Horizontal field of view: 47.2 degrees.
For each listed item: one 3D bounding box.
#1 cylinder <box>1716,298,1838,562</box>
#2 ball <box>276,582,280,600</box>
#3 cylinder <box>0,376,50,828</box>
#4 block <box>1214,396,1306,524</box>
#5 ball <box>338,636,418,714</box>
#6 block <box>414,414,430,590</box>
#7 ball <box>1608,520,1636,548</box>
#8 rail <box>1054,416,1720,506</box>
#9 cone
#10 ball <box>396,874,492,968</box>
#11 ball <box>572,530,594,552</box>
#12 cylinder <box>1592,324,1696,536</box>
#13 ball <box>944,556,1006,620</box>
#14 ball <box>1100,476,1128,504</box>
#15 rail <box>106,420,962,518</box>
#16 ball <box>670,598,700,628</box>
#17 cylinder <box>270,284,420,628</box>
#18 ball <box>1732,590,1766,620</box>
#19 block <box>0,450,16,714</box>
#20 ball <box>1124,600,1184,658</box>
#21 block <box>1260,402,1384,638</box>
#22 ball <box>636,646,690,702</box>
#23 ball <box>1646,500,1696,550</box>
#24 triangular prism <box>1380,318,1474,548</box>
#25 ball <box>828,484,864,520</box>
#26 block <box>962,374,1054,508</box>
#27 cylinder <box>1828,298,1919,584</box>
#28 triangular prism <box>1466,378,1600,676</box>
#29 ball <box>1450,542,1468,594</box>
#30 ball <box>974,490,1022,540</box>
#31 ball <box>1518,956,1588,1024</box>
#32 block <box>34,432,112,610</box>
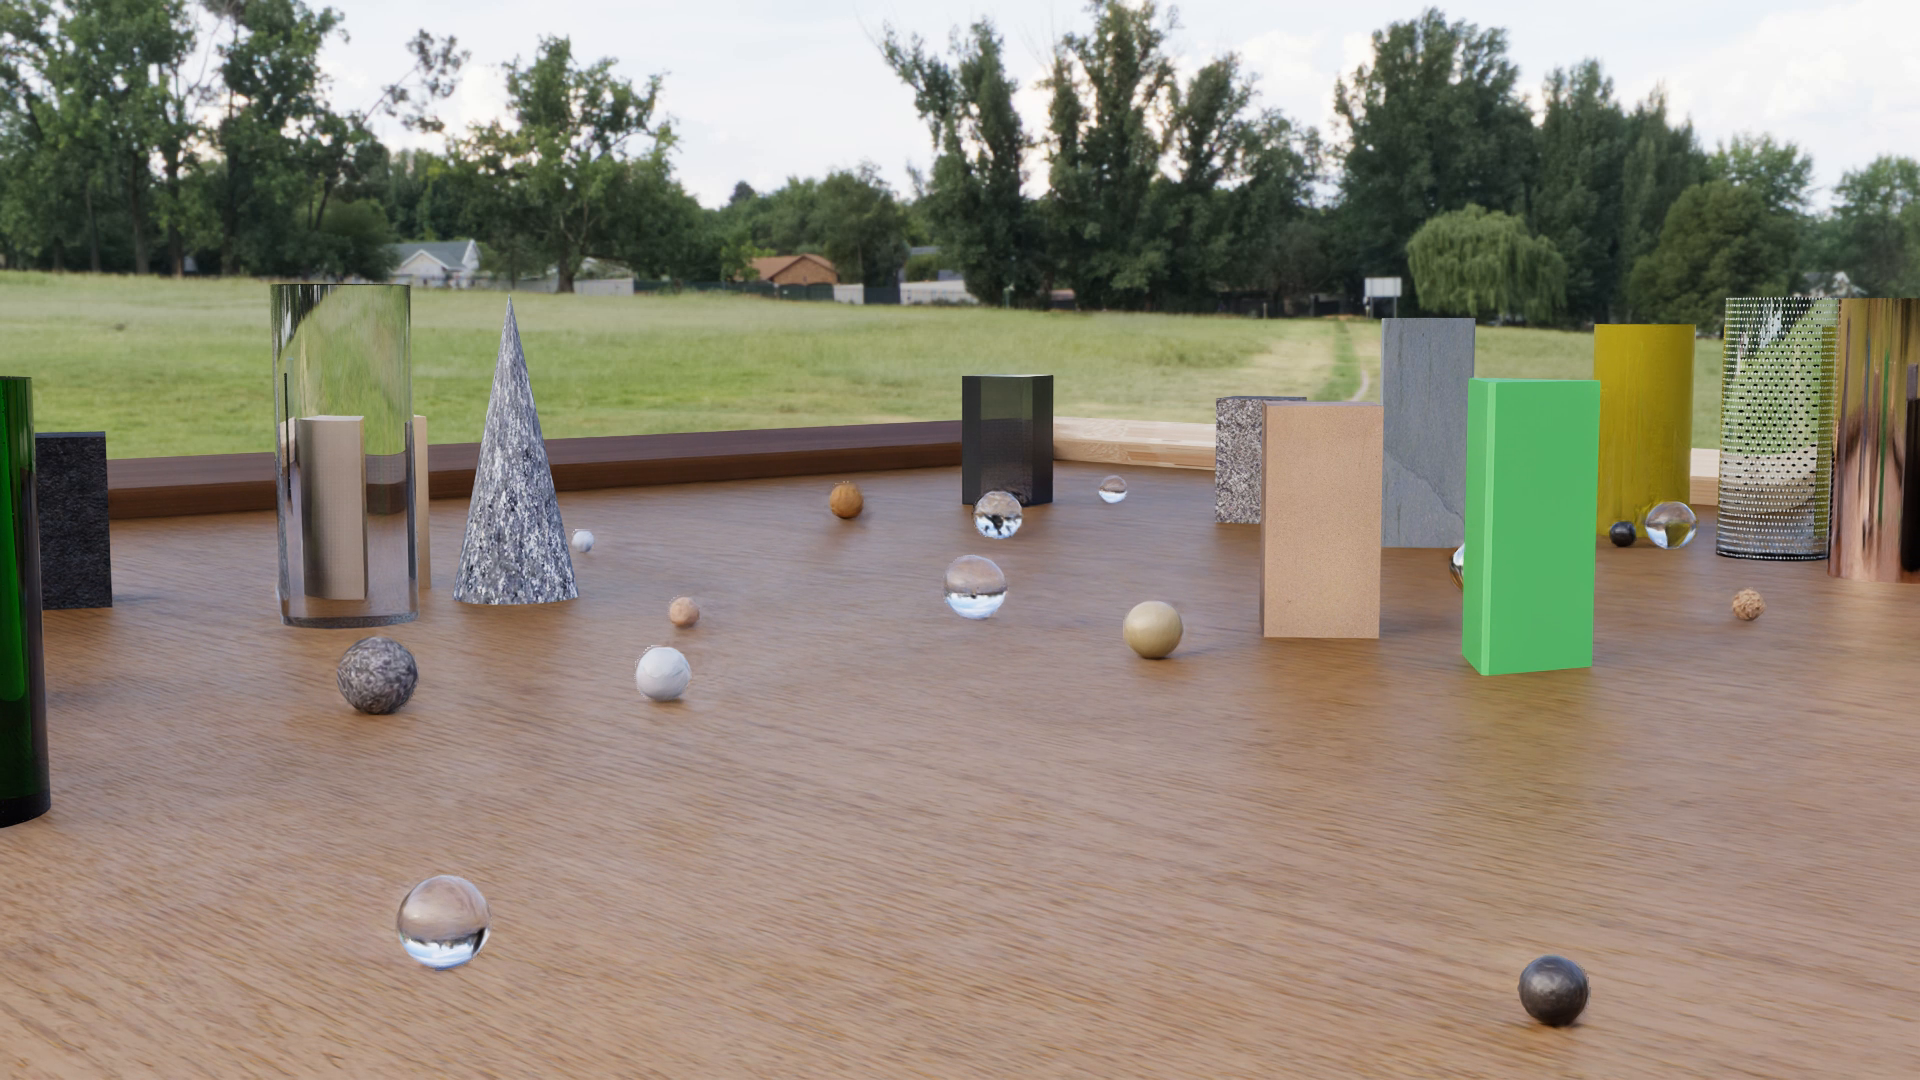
[{"bbox_3d":[1.473,-0.203,3.963,0.193,0.464,0.193,0,6,0],"label":"cylinder"},{"bbox_3d":[-0.983,0.072,3.266,0.063,0.063,0.063,0,6,0],"label":"ball"},{"bbox_3d":[-0.907,0.052,1.922,0.193,0.384,0.193,0,6,0],"label":"cylinder"},{"bbox_3d":[0.635,-0.171,4.637,0.155,0.259,0.155,2,6,22],"label":"block"},{"bbox_3d":[-0.643,0.149,2.426,0.085,0.085,0.085,0,6,0],"label":"ball"},{"bbox_3d":[-0.951,-0.062,3.527,0.155,0.275,0.155,-4,7,-30],"label":"block"},{"bbox_3d":[1.242,-0.011,4.123,0.050,0.050,0.050,0,6,0],"label":"ball"},{"bbox_3d":[1.743,-0.135,4.932,0.045,0.125,4.416,-6,8,-42],"label":"rail"},{"bbox_3d":[-0.691,-0.146,3.396,0.193,0.469,0.193,0,6,0],"label":"cone"},{"bbox_3d":[-0.350,0.259,1.490,0.063,0.063,0.063,0,6,0],"label":"ball"},{"bbox_3d":[-0.691,0.003,4.030,0.040,0.040,0.040,0,6,0],"label":"ball"},{"bbox_3d":[1.359,-0.222,4.384,0.193,0.414,0.193,0,6,0],"label":"cylinder"},{"bbox_3d":[0.022,0.069,3.164,0.091,0.091,0.091,0,6,0],"label":"ball"},{"bbox_3d":[0.352,-0.116,5.048,0.064,0.064,0.064,0,6,0],"label":"ball"},{"bbox_3d":[-1.481,-0.135,4.928,4.792,0.125,0.045,-6,8,-42],"label":"rail"},{"bbox_3d":[-0.386,0.101,3.081,0.043,0.043,0.043,0,6,0],"label":"ball"},{"bbox_3d":[-0.878,-0.124,3.142,0.193,0.478,0.193,0,6,0],"label":"cylinder"},{"bbox_3d":[1.130,0.094,3.150,0.044,0.044,0.044,0,6,0],"label":"ball"},{"bbox_3d":[-1.153,0.045,2.438,0.155,0.290,0.155,-4,7,-35],"label":"block"},{"bbox_3d":[0.248,0.114,2.809,0.075,0.075,0.075,0,6,0],"label":"ball"},{"bbox_3d":[0.499,-0.032,3.050,0.155,0.314,0.155,1,6,5],"label":"block"},{"bbox_3d":[-0.338,0.153,2.504,0.062,0.062,0.062,0,6,0],"label":"ball"},{"bbox_3d":[1.322,-0.028,4.088,0.091,0.091,0.091,0,6,0],"label":"ball"},{"bbox_3d":[0.878,-0.206,4.168,0.167,0.427,0.145,1,6,8],"label":"triangular prism"},{"bbox_3d":[-0.241,-0.081,4.667,0.075,0.075,0.075,0,6,0],"label":"ball"},{"bbox_3d":[0.110,-0.230,5.038,0.155,0.293,0.155,3,7,29],"label":"block"},{"bbox_3d":[1.553,-0.169,3.652,0.193,0.462,0.193,0,6,0],"label":"cylinder"},{"bbox_3d":[0.685,-0.023,2.764,0.167,0.357,0.145,-3,7,-25],"label":"triangular prism"},{"bbox_3d":[0.806,0.044,3.420,0.086,0.086,0.086,0,6,0],"label":"ball"},{"bbox_3d":[0.074,-0.049,4.268,0.094,0.094,0.094,0,6,0],"label":"ball"},{"bbox_3d":[0.371,0.281,1.374,0.043,0.043,0.043,0,6,0],"label":"ball"},{"bbox_3d":[-1.370,-0.031,3.325,0.155,0.256,0.155,-2,6,-21],"label":"block"}]
